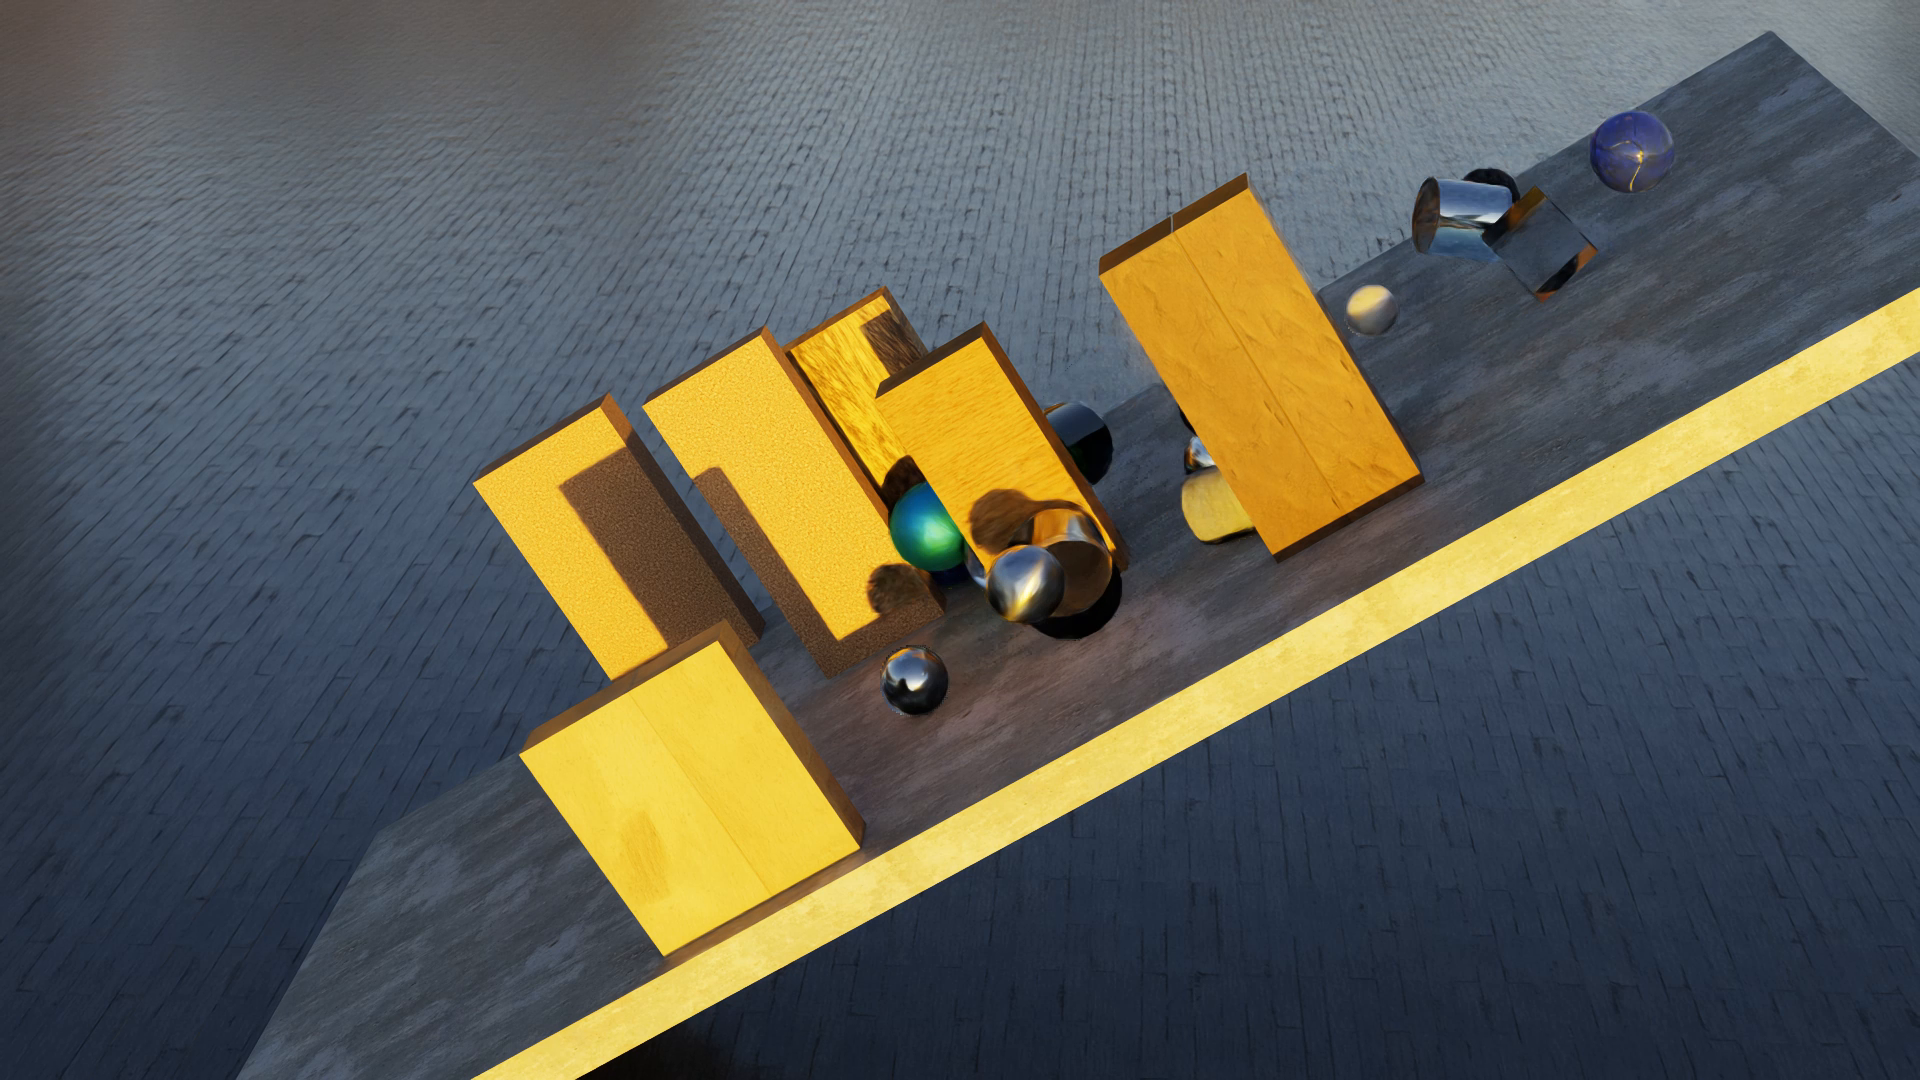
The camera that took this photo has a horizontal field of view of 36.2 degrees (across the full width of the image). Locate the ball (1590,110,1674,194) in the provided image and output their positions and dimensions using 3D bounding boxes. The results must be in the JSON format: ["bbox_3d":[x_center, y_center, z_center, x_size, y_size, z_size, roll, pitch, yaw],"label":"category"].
[{"bbox_3d":[1.268,-0.733,5.552,0.157,0.157,0.157,0,20,0],"label":"ball"}]

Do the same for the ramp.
[{"bbox_3d":[0.141,0.169,6.290,4.000,0.100,2.000,-30,15,13],"label":"ramp"}]

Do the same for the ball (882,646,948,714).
[{"bbox_3d":[-0.091,0.284,5.943,0.137,0.137,0.137,0,20,0],"label":"ball"}]

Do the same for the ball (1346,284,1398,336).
[{"bbox_3d":[0.899,-0.502,6.423,0.113,0.113,0.113,0,20,0],"label":"ball"}]

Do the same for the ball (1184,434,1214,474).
[{"bbox_3d":[0.535,-0.163,6.037,0.149,0.149,0.149,0,20,0],"label":"ball"}]

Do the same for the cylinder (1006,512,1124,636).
[{"bbox_3d":[0.205,0.066,5.856,0.207,0.207,0.207,-3,14,-8],"label":"cylinder"}]

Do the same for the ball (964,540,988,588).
[{"bbox_3d":[0.097,0.025,6.288,0.181,0.181,0.181,0,20,0],"label":"ball"}]

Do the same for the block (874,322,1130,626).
[{"bbox_3d":[0.090,-0.133,6.035,0.254,0.573,0.124,-30,15,13],"label":"block"}]

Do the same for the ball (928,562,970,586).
[{"bbox_3d":[-0.028,0.033,6.582,0.140,0.140,0.140,0,20,0],"label":"ball"}]

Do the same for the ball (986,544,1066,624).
[{"bbox_3d":[0.126,0.085,5.646,0.153,0.153,0.153,0,20,0],"label":"ball"}]

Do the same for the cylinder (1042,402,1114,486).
[{"bbox_3d":[0.197,-0.177,6.243,0.193,0.193,0.193,10,20,26],"label":"cylinder"}]

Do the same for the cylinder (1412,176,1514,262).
[{"bbox_3d":[1.063,-0.678,6.225,0.163,0.163,0.163,6,18,-12],"label":"cylinder"}]

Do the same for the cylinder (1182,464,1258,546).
[{"bbox_3d":[0.541,-0.083,5.759,0.153,0.153,0.153,-21,2,42],"label":"cylinder"}]

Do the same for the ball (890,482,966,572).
[{"bbox_3d":[-0.055,-0.030,6.387,0.197,0.197,0.197,0,20,0],"label":"ball"}]

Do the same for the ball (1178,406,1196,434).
[{"bbox_3d":[0.562,-0.300,6.353,0.181,0.181,0.181,0,20,0],"label":"ball"}]

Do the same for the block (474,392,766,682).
[{"bbox_3d":[-0.824,0.034,7.167,0.372,0.695,0.124,-30,15,13],"label":"block"}]

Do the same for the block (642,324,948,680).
[{"bbox_3d":[-0.358,-0.078,6.458,0.308,0.743,0.087,-30,15,13],"label":"block"}]

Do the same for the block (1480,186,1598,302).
[{"bbox_3d":[1.186,-0.607,6.027,0.152,0.152,0.152,-43,13,12],"label":"block"}]

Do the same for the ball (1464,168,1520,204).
[{"bbox_3d":[1.185,-0.764,6.605,0.143,0.143,0.143,0,20,0],"label":"ball"}]

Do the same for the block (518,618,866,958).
[{"bbox_3d":[-0.497,0.469,5.517,0.445,0.486,0.112,-30,15,13],"label":"block"}]

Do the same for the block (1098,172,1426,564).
[{"bbox_3d":[0.563,-0.317,5.481,0.315,0.651,0.135,-30,15,13],"label":"block"}]

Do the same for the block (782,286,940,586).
[{"bbox_3d":[-0.148,-0.209,6.636,0.353,0.641,0.088,-30,15,13],"label":"block"}]
